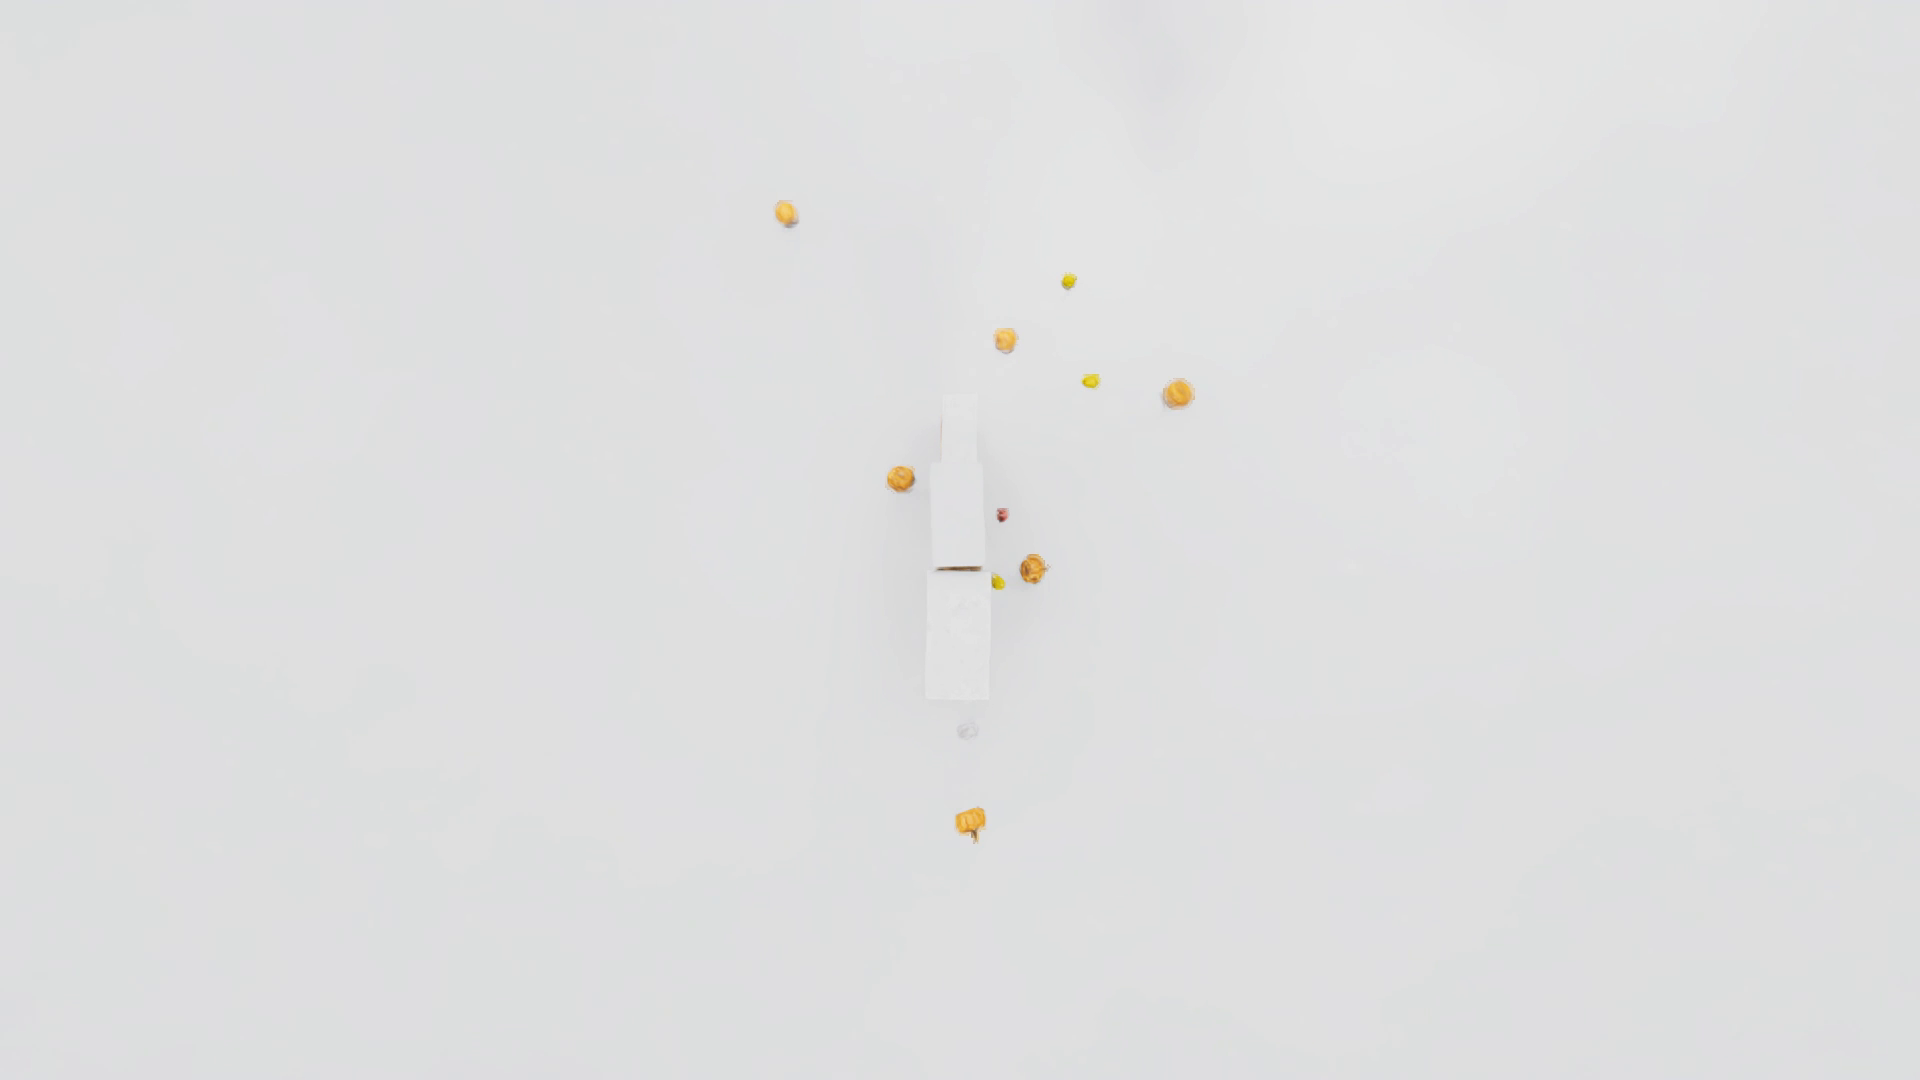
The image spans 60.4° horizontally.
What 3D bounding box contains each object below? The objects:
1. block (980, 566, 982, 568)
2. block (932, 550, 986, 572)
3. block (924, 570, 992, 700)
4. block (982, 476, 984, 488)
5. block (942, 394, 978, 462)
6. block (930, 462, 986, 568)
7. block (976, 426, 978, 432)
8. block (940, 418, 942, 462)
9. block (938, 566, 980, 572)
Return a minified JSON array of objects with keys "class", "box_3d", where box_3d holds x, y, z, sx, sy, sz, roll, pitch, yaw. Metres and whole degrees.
[{"class":"block","box_3d":[0.001,0.062,4.991,0.126,0.252,0.036,5,90,0]},{"class":"block","box_3d":[-0.001,0.199,5.141,0.168,0.048,0.336,0,90,0]},{"class":"block","box_3d":[-0.004,0.263,4.567,0.177,0.050,0.354,1,90,0]},{"class":"block","box_3d":[-0.008,-0.164,4.810,0.143,0.533,0.040,0,92,0]},{"class":"block","box_3d":[-0.002,-0.326,4.857,0.103,0.029,0.205,1,90,0]},{"class":"block","box_3d":[-0.006,-0.070,4.523,0.143,0.040,0.285,-2,90,0]},{"class":"block","box_3d":[-0.003,-0.338,5.219,0.111,0.221,0.031,1,90,0]},{"class":"block","box_3d":[-0.004,-0.265,5.092,0.111,0.031,0.221,0,90,0]},{"class":"block","box_3d":[-0.004,-0.019,4.846,0.126,0.036,0.252,0,90,0]}]
